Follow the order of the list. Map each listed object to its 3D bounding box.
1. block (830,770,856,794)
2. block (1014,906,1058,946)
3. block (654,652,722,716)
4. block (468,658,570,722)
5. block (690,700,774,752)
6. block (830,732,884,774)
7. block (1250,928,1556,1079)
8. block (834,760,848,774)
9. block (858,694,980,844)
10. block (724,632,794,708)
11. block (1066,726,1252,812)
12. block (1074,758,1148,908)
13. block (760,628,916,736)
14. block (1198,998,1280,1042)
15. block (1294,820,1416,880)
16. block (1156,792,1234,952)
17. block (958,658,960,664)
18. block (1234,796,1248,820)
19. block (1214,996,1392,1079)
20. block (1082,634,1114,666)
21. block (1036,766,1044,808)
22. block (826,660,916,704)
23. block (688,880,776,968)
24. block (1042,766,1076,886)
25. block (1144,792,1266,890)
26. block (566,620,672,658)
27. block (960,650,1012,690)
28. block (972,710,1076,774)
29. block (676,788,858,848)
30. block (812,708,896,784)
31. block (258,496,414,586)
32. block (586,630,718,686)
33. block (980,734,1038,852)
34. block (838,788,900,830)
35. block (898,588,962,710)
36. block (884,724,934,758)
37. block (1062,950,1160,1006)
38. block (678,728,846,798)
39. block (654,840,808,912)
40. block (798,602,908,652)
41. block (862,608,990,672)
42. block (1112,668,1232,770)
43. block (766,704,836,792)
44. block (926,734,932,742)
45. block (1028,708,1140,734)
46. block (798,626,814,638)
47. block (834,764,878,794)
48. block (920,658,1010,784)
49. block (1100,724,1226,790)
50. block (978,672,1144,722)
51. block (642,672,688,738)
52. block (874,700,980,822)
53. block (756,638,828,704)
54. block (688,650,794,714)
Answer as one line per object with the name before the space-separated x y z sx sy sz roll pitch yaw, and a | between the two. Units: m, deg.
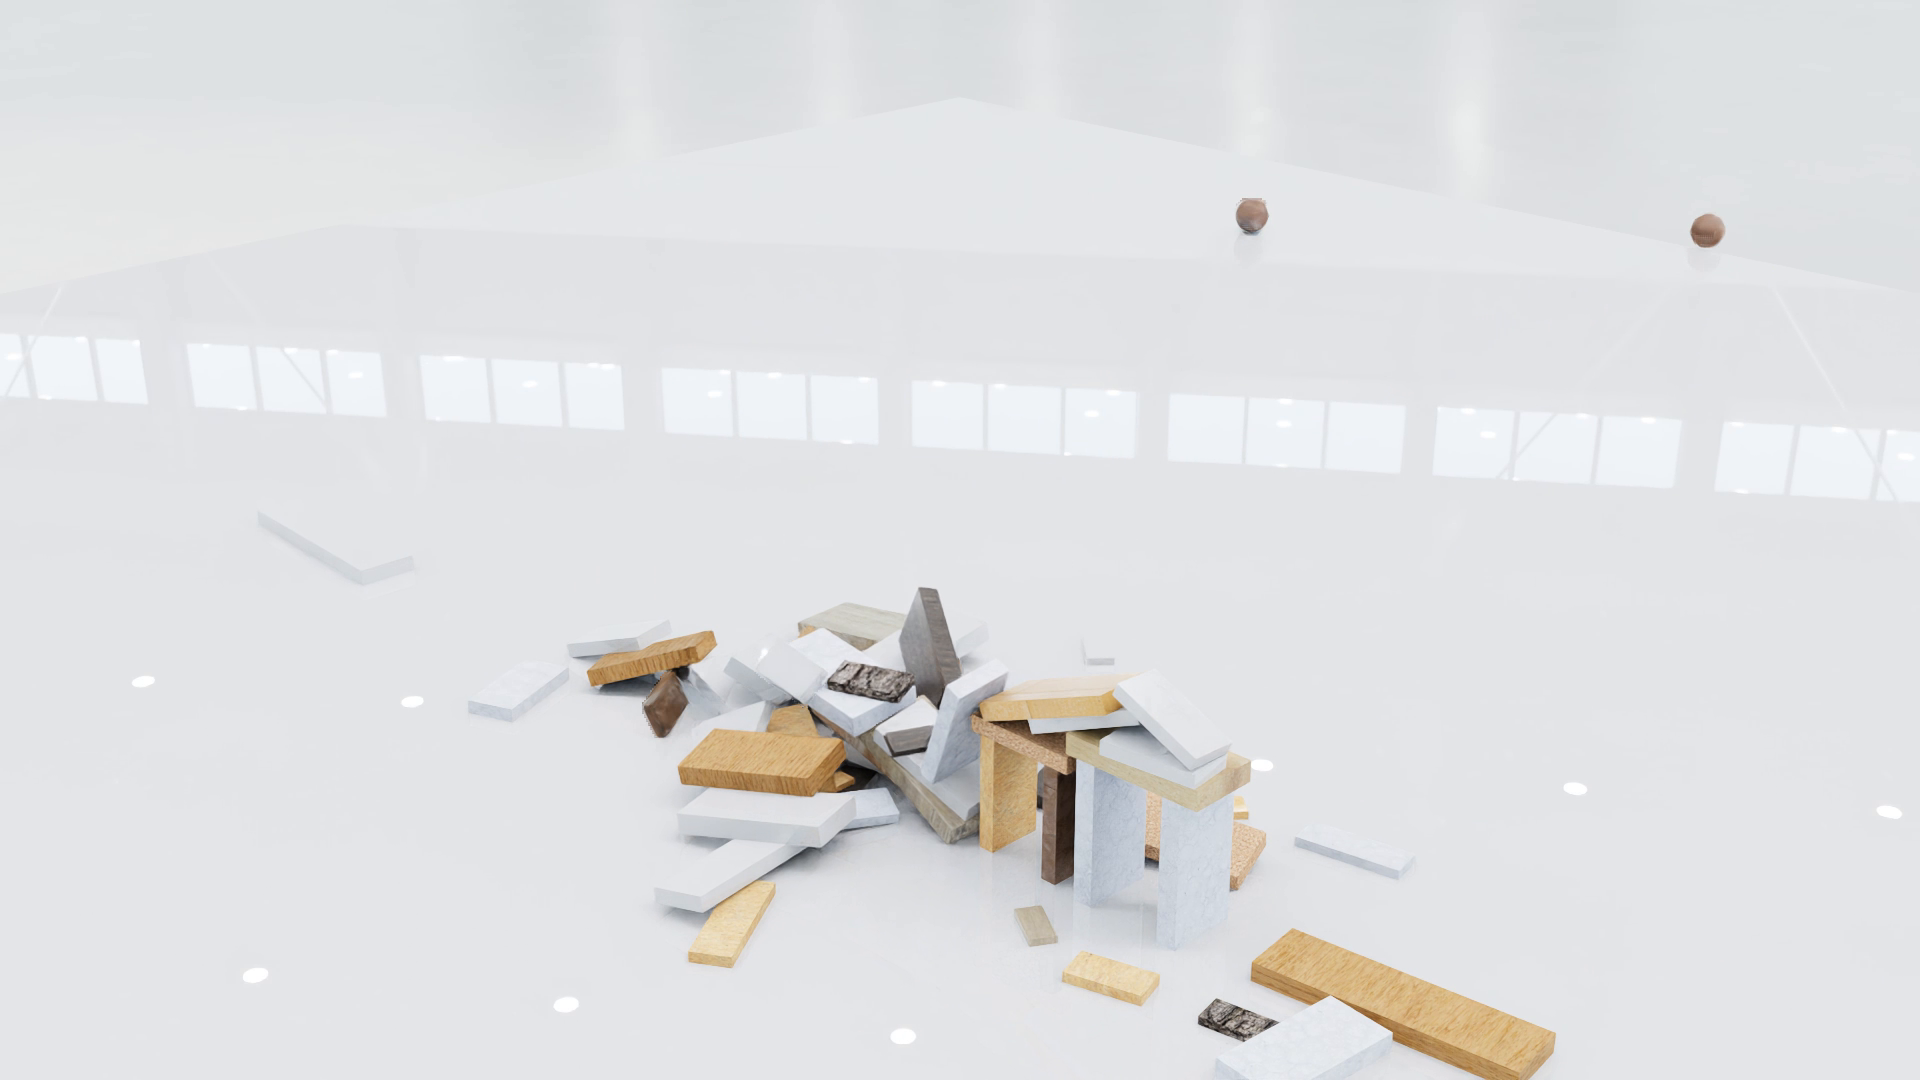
block | -0.264 0.502 4.507 0.091 0.013 0.045 -21 30 -40
block | 0.139 0.713 4.062 0.054 0.015 0.107 -6 24 -13
block | -0.562 0.320 4.959 0.133 0.038 0.266 -18 29 -35
block | -0.987 0.335 4.929 0.114 0.032 0.229 10 25 21
block | -0.481 0.403 4.626 0.187 0.027 0.094 -20 36 33
block | -0.193 0.405 4.687 0.132 0.037 0.264 21 21 1
block | 0.760 0.807 3.808 0.512 0.040 0.140 17 29 35
block | -0.312 0.488 4.582 0.076 0.022 0.152 19 30 38
block | -0.049 0.461 4.454 0.162 0.046 0.323 -21 51 -31
block | -0.411 0.285 4.869 0.145 0.041 0.290 32 13 6
block | 0.358 0.394 3.991 0.307 0.043 0.153 21 31 40
block | 0.284 0.523 4.135 0.043 0.307 0.153 21 31 41
block | -0.254 0.293 4.579 0.162 0.046 0.323 -25 36 -31
block | 0.481 0.831 3.779 0.128 0.018 0.064 15 27 32
block | 0.773 0.606 4.304 0.222 0.022 0.077 15 27 32
block | 0.429 0.580 4.001 0.153 0.307 0.043 -21 31 -40
block | -0.093 0.303 4.908 0.094 0.027 0.187 12 33 36
block | 0.515 0.544 4.455 0.128 0.018 0.064 -2 23 -4
block | 0.576 0.861 3.680 0.280 0.040 0.140 -18 29 -36
block | 0.323 0.256 5.134 0.064 0.018 0.128 -1 23 -1
block | 0.275 0.515 4.455 0.259 0.037 0.130 14 43 30
block | -0.182 0.290 4.504 0.161 0.023 0.081 10 33 23
block | -0.420 0.706 4.067 0.082 0.023 0.257 5 24 12
block | 0.213 0.523 4.207 0.035 0.250 0.125 22 31 40
block | 0.410 0.569 4.295 0.351 0.037 0.130 17 45 26
block | -0.788 0.228 5.091 0.229 0.032 0.114 -7 15 37
block | 0.051 0.367 4.840 0.156 0.044 0.486 -9 25 -21
block | 0.154 0.369 4.204 0.125 0.035 0.250 -21 31 -40
block | -0.380 0.541 4.331 0.318 0.043 0.153 2 18 25
block | -0.137 0.399 4.570 0.323 0.046 0.162 38 48 26
block | -1.627 -0.002 5.713 0.145 0.041 0.551 -20 30 -39
block | -0.694 0.266 4.961 0.266 0.038 0.133 -13 11 14
block | 0.096 0.477 4.316 0.035 0.250 0.125 22 31 40
block | -0.213 0.541 4.416 0.165 0.023 0.082 -4 35 -22
block | -0.063 0.264 4.722 0.044 0.156 0.312 7 38 -20
block | -0.092 0.402 4.406 0.107 0.015 0.054 -8 46 -21
block | 0.268 0.777 3.901 0.154 0.022 0.077 12 26 27
block | -0.401 0.449 4.455 0.305 0.043 0.153 2 27 26
block | -0.423 0.618 4.213 0.114 0.032 0.359 5 18 34
block | -0.225 0.209 5.133 0.153 0.043 0.305 -22 21 -37
block | -0.099 0.251 4.934 0.156 0.044 0.312 17 36 43
block | 0.377 0.317 3.904 0.102 0.029 0.203 -18 51 -41
block | -0.360 0.442 4.570 0.145 0.041 0.290 -12 28 -10
block | -0.022 0.371 4.366 0.054 0.107 0.015 -25 75 -37
block | 0.257 0.318 4.047 0.268 0.029 0.102 -10 9 46
block | -0.304 0.299 4.902 0.037 0.132 0.264 -43 18 14
block | -0.232 0.513 4.525 0.076 0.022 0.152 8 24 19
block | 0.009 0.355 4.291 0.134 0.267 0.038 -27 59 -35
block | 0.362 0.382 3.926 0.203 0.029 0.102 17 29 35
block | 0.197 0.294 4.112 0.134 0.038 0.351 -21 8 -38
block | -0.642 0.360 4.805 0.023 0.081 0.161 -17 18 18
block | -0.033 0.440 4.419 0.267 0.038 0.134 39 49 26
block | -0.349 0.271 4.554 0.161 0.023 0.081 30 78 44
block | -0.468 0.345 4.821 0.133 0.038 0.266 -16 41 -34
